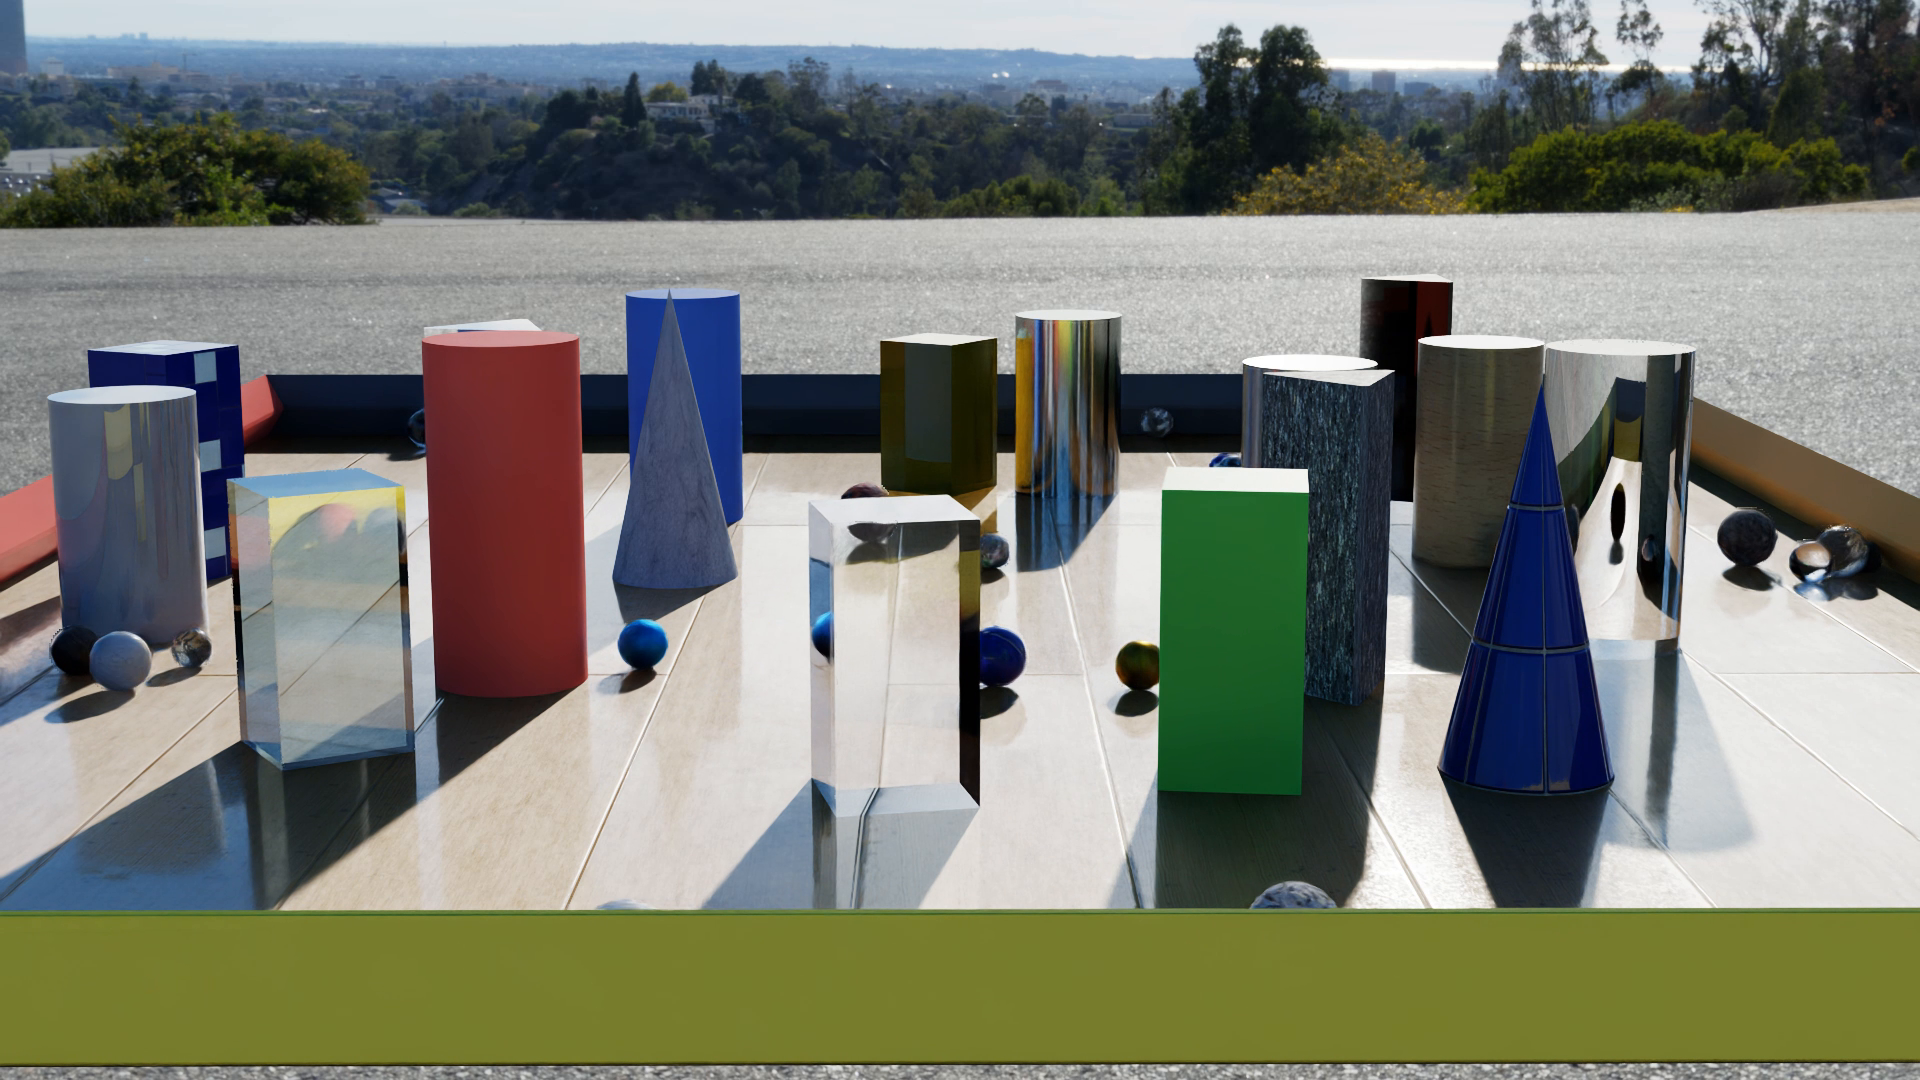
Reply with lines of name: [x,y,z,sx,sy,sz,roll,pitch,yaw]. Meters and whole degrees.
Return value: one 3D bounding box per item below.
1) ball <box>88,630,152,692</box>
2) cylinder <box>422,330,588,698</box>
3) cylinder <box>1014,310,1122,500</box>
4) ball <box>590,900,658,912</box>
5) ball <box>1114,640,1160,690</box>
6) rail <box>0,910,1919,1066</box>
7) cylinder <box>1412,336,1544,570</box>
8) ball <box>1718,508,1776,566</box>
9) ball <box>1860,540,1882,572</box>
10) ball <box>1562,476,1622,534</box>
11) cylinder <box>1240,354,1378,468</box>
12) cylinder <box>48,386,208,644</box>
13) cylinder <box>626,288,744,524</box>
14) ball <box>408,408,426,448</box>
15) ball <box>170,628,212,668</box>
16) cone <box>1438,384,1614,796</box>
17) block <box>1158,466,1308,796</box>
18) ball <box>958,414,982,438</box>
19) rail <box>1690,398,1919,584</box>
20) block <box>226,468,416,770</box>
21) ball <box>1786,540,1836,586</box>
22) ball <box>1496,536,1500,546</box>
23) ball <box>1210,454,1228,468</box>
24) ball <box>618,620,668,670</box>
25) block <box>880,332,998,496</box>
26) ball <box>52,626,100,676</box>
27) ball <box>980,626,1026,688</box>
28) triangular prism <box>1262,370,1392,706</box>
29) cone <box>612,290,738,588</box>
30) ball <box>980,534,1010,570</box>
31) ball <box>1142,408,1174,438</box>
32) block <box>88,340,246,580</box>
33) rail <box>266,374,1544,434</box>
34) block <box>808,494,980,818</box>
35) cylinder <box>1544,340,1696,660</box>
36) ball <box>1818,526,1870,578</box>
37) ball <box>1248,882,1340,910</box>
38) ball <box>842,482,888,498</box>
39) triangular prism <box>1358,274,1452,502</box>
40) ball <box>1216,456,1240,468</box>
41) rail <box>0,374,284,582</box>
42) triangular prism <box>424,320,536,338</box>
ball: [-0.978,0.141,2.989,0.070,0.070,0.070,0,11,0]
cylinder: [-0.533,-0.034,3.014,0.180,0.406,0.180,0,11,0]
cylinder: [0.183,-0.233,4.357,0.180,0.300,0.180,0,11,0]
ball: [-0.261,0.322,1.985,0.086,0.086,0.086,0,11,0]
ball: [0.210,0.146,2.994,0.059,0.059,0.059,0,11,0]
rail: [0.009,0.322,1.894,2.698,0.117,0.045,0,11,0]
cylinder: [0.759,-0.131,3.765,0.180,0.320,0.180,0,11,0]
ball: [1.143,-0.004,3.727,0.083,0.083,0.083,0,11,0]
ball: [1.298,0.024,3.680,0.047,0.047,0.047,0,11,0]
ball: [0.980,-0.055,3.980,0.090,0.090,0.090,0,11,0]
cylinder: [0.472,-0.081,3.488,0.180,0.323,0.180,0,11,0]
cylinder: [-1.062,-0.034,3.280,0.180,0.307,0.180,0,11,0]
cylinder: [-0.439,-0.213,4.094,0.180,0.360,0.180,0,11,0]
ball: [-1.006,-0.211,4.848,0.076,0.076,0.076,0,11,0]
ball: [-0.930,0.131,3.107,0.048,0.048,0.048,0,11,0]
cone: [0.585,0.041,2.619,0.180,0.404,0.180,0,11,0]
block: [0.279,0.090,2.620,0.144,0.308,0.144,1,11,7]
ball: [0.018,-0.221,4.988,0.046,0.046,0.046,0,11,0]
rail: [1.326,0.029,3.457,0.045,0.117,3.214,0,11,0]
block: [-0.680,0.080,2.729,0.144,0.286,0.144,-7,13,-32]
ball: [1.195,0.032,3.604,0.065,0.065,0.065,0,11,0]
ball: [0.802,0.014,3.668,0.071,0.071,0.071,0,11,0]
ball: [0.458,-0.124,4.460,0.049,0.049,0.049,0,11,0]
ball: [-0.384,0.126,3.098,0.059,0.059,0.059,0,11,0]
block: [-0.036,-0.216,4.391,0.144,0.256,0.144,7,13,32]
ball: [-1.055,0.133,3.067,0.058,0.058,0.058,0,11,0]
ball: [0.043,0.137,3.010,0.072,0.072,0.072,0,11,0]
triangular prism: [0.453,-0.010,2.992,0.135,0.367,0.156,-9,14,-39]
cone: [-0.406,-0.151,3.622,0.180,0.411,0.180,0,11,0]
ball: [0.047,0.016,3.706,0.052,0.052,0.052,0,11,0]
ball: [0.383,-0.226,4.973,0.061,0.061,0.061,0,11,0]
block: [-1.121,-0.111,3.641,0.144,0.326,0.144,5,12,27]
rail: [-0.009,-0.262,5.006,2.698,0.117,0.045,0,11,0]
block: [-0.066,0.112,2.554,0.144,0.289,0.144,-2,11,-13]
cylinder: [0.815,-0.054,3.202,0.180,0.375,0.180,0,11,0]
ball: [1.251,0.017,3.642,0.074,0.074,0.074,0,11,0]
ball: [0.267,0.313,2.047,0.080,0.080,0.080,0,11,0]
ball: [-0.146,-0.047,3.956,0.083,0.083,0.083,0,11,0]
triangular prism: [0.765,-0.257,4.303,0.156,0.368,0.135,6,12,29]
ball: [0.467,-0.115,4.388,0.058,0.058,0.058,0,11,0]
rail: [-1.326,0.031,3.442,0.045,0.117,3.214,0,11,0]
triangular prism: [-0.581,-0.081,3.297,0.156,0.394,0.135,3,11,13]
